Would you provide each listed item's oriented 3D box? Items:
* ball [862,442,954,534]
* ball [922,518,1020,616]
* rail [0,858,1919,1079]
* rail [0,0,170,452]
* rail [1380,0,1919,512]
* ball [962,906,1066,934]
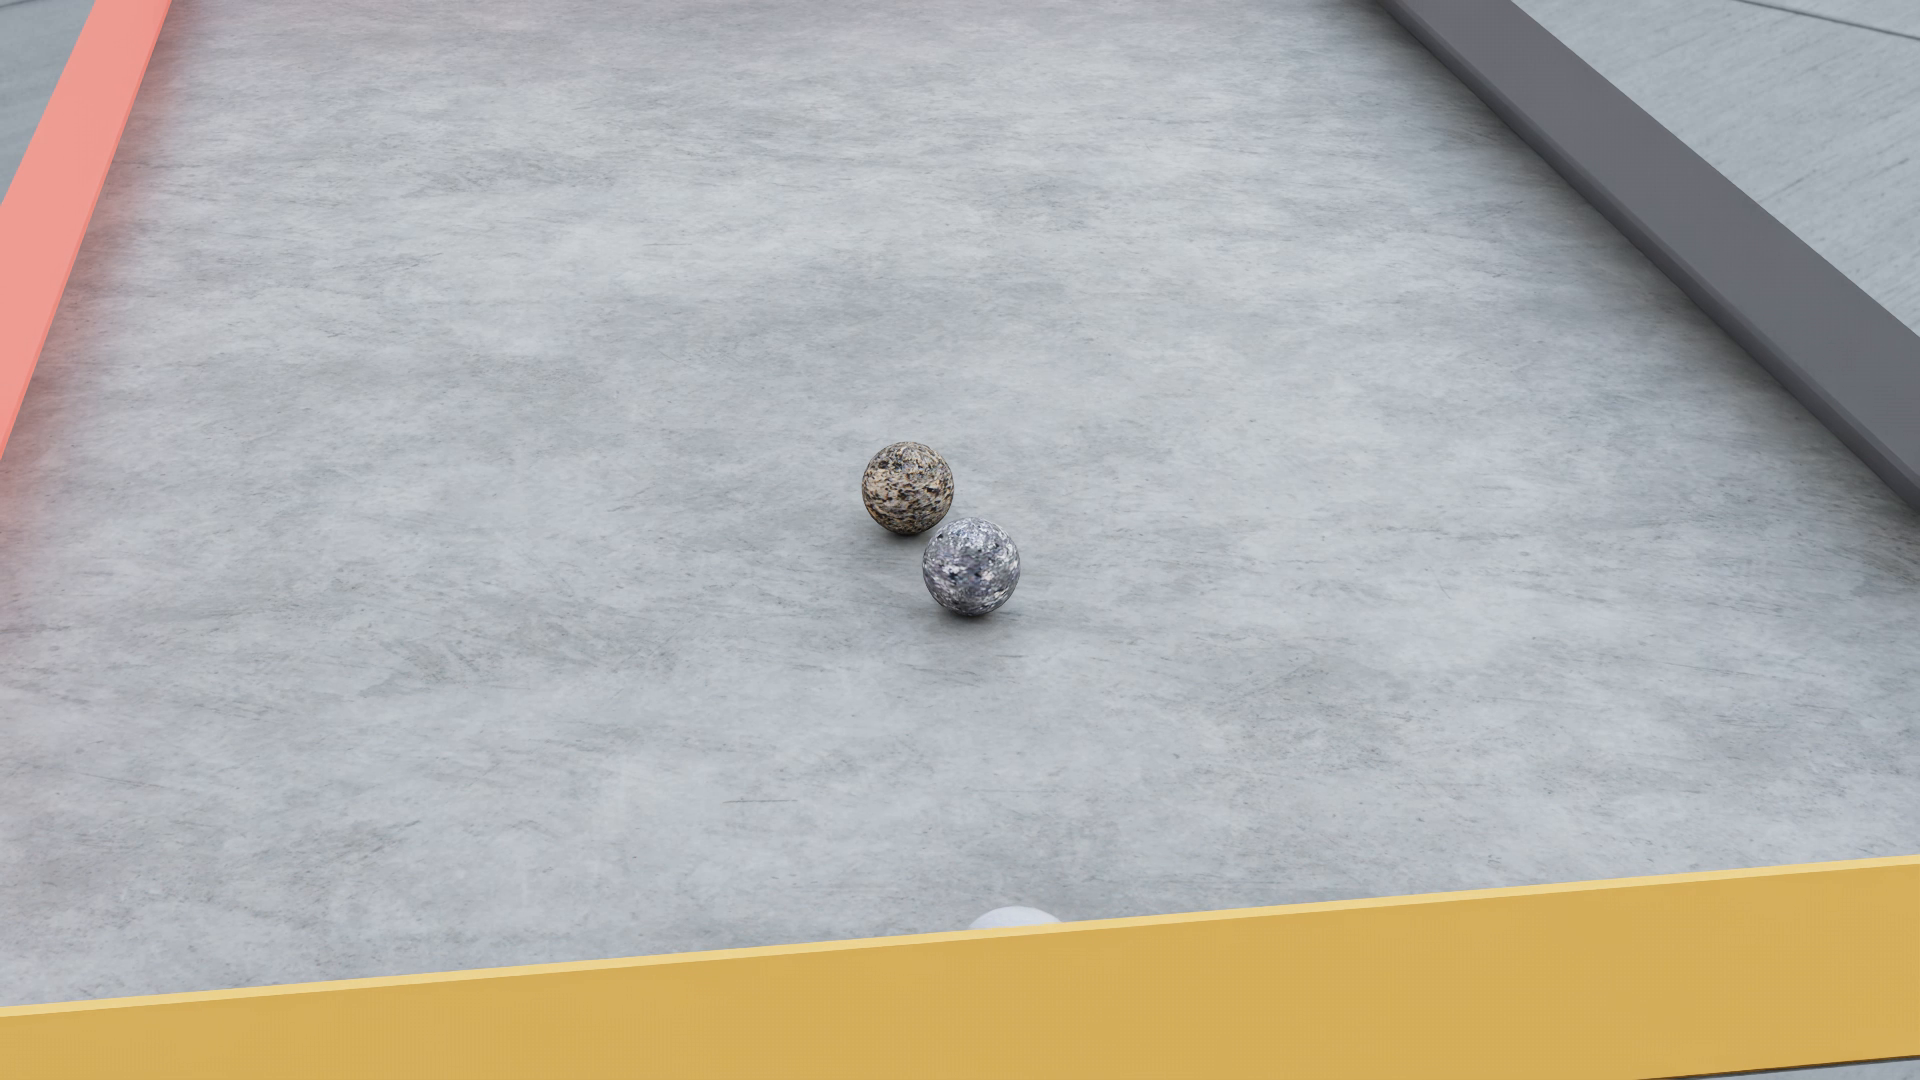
[{"bbox_3d":[-0.037,-0.037,2.082,0.066,0.066,0.066,0,25,0],"label":"ball"},{"bbox_3d":[0.008,0.018,1.966,0.066,0.066,0.066,0,25,0],"label":"ball"},{"bbox_3d":[0.087,0.227,1.454,1.404,0.121,0.045,-4,25,-8],"label":"rail"},{"bbox_3d":[-0.762,-0.251,2.469,0.045,0.121,2.512,-4,25,-8],"label":"rail"},{"bbox_3d":[0.580,-0.334,2.646,0.045,0.121,2.512,-4,25,-8],"label":"rail"},{"bbox_3d":[0.030,0.225,1.518,0.072,0.072,0.072,0,25,0],"label":"ball"}]
